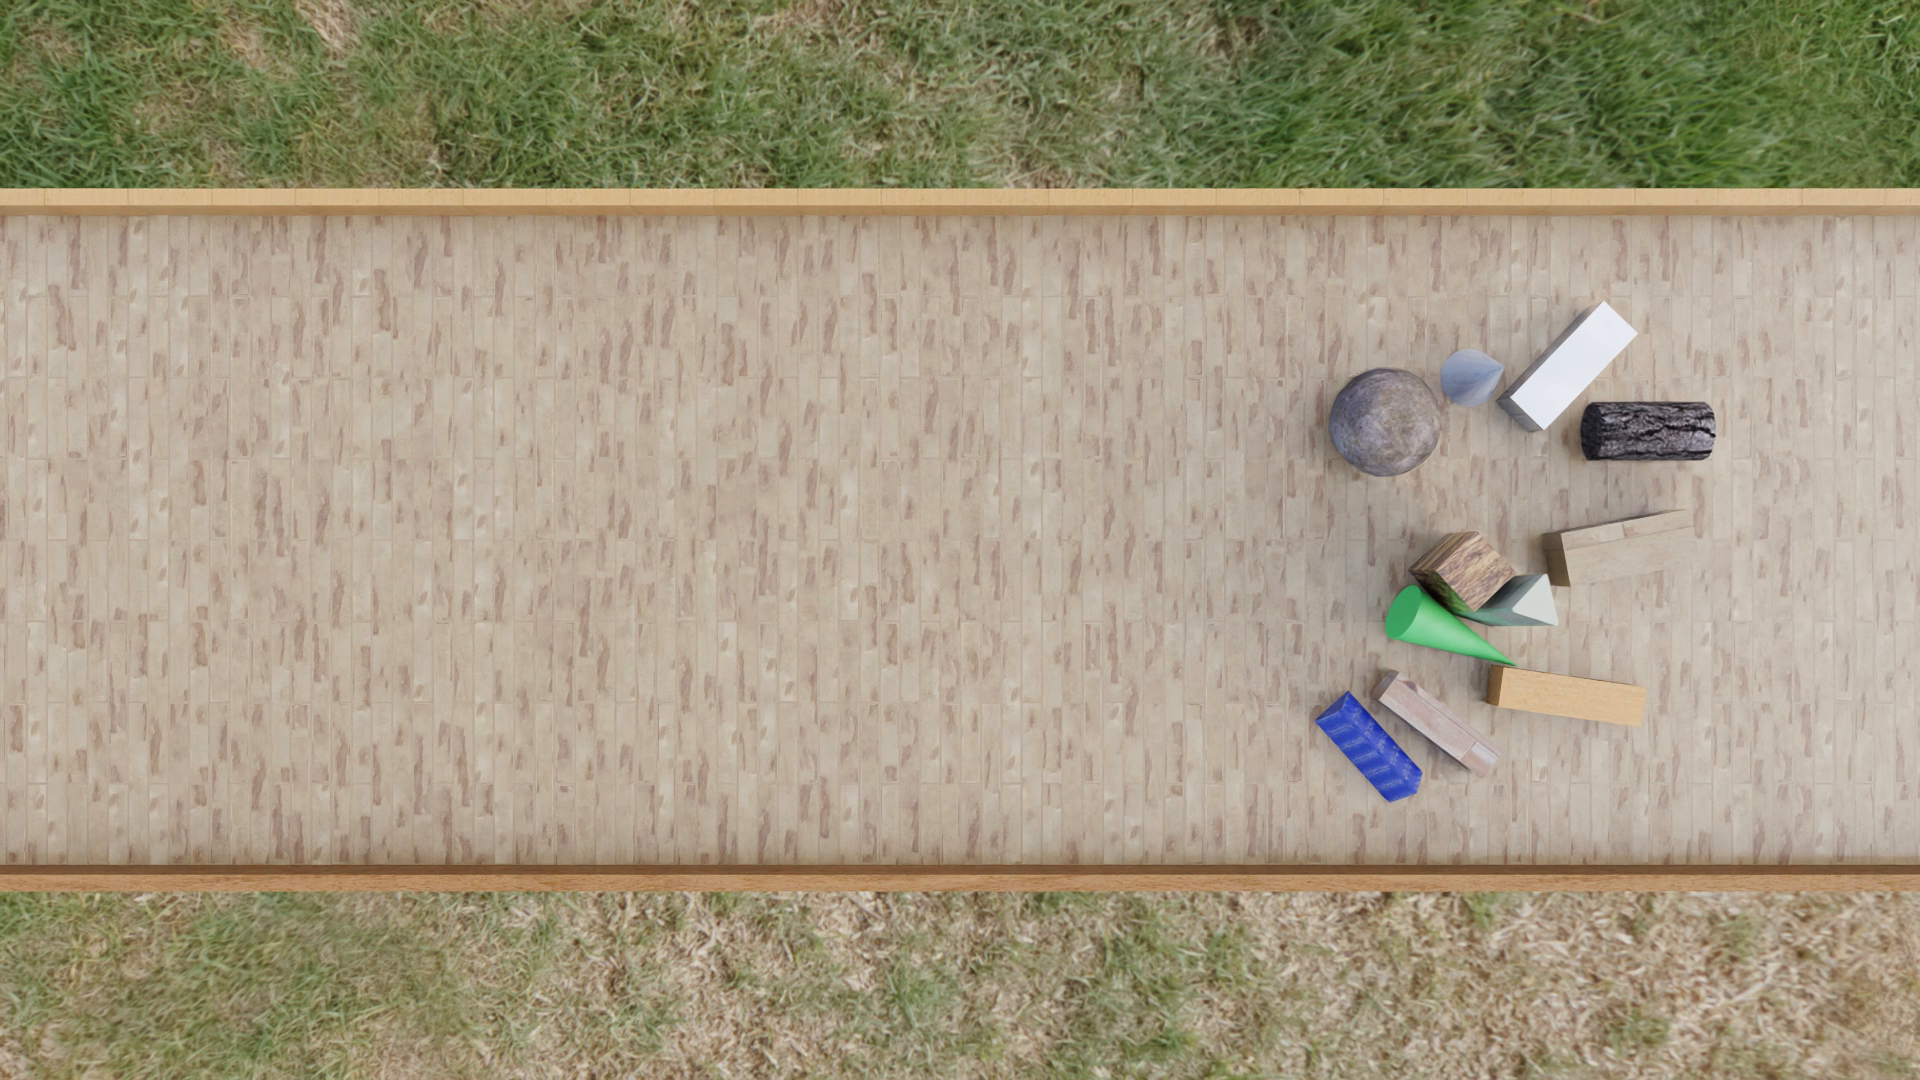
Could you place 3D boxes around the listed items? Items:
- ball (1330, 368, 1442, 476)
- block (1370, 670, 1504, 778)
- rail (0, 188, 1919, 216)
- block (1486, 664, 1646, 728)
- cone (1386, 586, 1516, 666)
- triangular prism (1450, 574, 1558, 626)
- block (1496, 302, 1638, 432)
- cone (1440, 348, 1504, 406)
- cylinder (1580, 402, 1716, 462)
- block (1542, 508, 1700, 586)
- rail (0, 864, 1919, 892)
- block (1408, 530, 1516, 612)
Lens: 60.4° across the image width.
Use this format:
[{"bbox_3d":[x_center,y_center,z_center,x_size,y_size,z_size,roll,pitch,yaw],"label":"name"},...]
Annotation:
[{"bbox_3d":[1.268,-0.351,4.915,0.324,0.324,0.324,0,90,0],"label":"ball"},{"bbox_3d":[1.451,0.558,5.024,0.392,0.105,0.105,37,90,0],"label":"block"},{"bbox_3d":[-2.247,-1.025,5.002,12.000,0.150,0.050,0,90,0],"label":"rail"},{"bbox_3d":[1.841,0.473,5.016,0.434,0.120,0.120,8,90,0],"label":"block"},{"bbox_3d":[1.530,0.304,5.033,0.426,0.176,0.176,25,90,-12],"label":"cone"},{"bbox_3d":[1.623,0.169,4.897,0.151,0.352,0.131,17,83,-12],"label":"triangular prism"},{"bbox_3d":[1.838,-0.522,5.006,0.141,0.141,0.402,44,90,0],"label":"block"},{"bbox_3d":[1.569,-0.500,4.912,0.178,0.329,0.178,0,90,0],"label":"cone"},{"bbox_3d":[2.079,-0.327,4.990,0.336,0.174,0.174,0,90,0],"label":"cylinder"},{"bbox_3d":[1.998,0.024,4.995,0.393,0.162,0.162,-11,90,0],"label":"block"},{"bbox_3d":[-2.247,1.025,5.001,12.000,0.150,0.050,0,90,0],"label":"rail"},{"bbox_3d":[1.491,0.094,4.916,0.166,0.316,0.166,-43,88,0],"label":"block"}]
